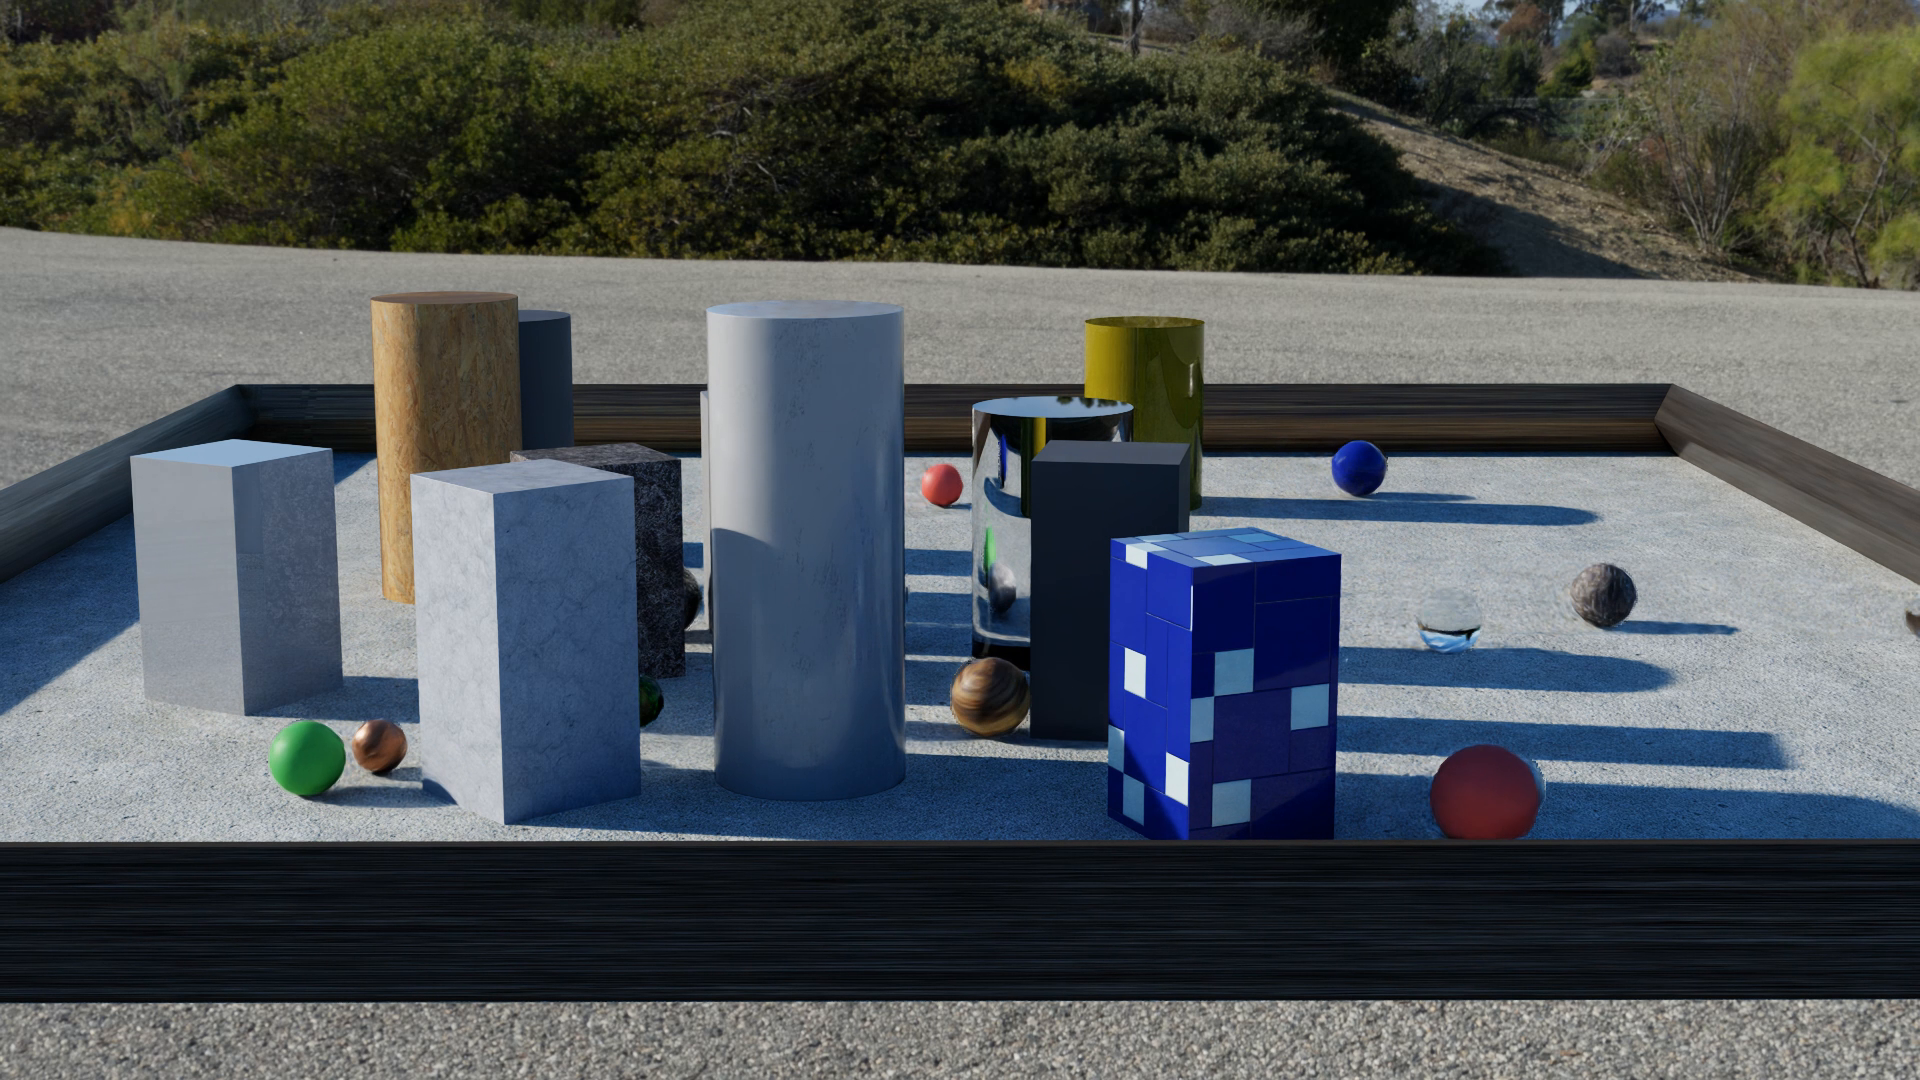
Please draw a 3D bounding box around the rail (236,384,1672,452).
[{"bbox_3d":[-0.008,-0.228,4.864,2.732,0.129,0.045,0,10,0],"label":"rail"}]

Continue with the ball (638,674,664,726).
[{"bbox_3d":[-0.361,0.179,2.858,0.060,0.060,0.060,0,10,0],"label":"ball"}]

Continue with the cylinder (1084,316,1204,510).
[{"bbox_3d":[0.307,-0.211,4.286,0.199,0.307,0.199,0,10,0],"label":"cylinder"}]

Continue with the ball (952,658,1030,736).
[{"bbox_3d":[0.034,0.172,2.817,0.087,0.087,0.087,0,10,0],"label":"ball"}]

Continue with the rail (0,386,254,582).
[{"bbox_3d":[-1.342,0.035,3.441,0.045,0.129,2.925,0,10,0],"label":"rail"}]

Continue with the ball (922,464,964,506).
[{"bbox_3d":[-0.030,-0.092,4.292,0.070,0.070,0.070,0,10,0],"label":"ball"}]

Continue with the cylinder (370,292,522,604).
[{"bbox_3d":[-0.709,-0.131,3.565,0.199,0.412,0.199,0,10,0],"label":"cylinder"}]

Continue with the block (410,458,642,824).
[{"bbox_3d":[-0.435,0.096,2.574,0.159,0.326,0.159,-9,14,-40],"label":"block"}]

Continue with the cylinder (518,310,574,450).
[{"bbox_3d":[-0.685,-0.161,3.883,0.199,0.356,0.199,0,10,0],"label":"cylinder"}]

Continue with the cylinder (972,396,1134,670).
[{"bbox_3d":[0.114,-0.011,3.191,0.199,0.312,0.199,0,10,0],"label":"cylinder"}]

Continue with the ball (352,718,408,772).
[{"bbox_3d":[-0.605,0.215,2.675,0.056,0.056,0.056,0,10,0],"label":"ball"}]

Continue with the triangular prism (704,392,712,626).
[{"bbox_3d":[-0.287,-0.034,3.334,0.172,0.306,0.149,-9,14,-41],"label":"triangular prism"}]

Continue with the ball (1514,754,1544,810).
[{"bbox_3d":[0.534,0.242,2.498,0.067,0.067,0.067,0,10,0],"label":"ball"}]

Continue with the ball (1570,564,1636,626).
[{"bbox_3d":[0.845,0.072,3.373,0.083,0.083,0.083,0,10,0],"label":"ball"}]

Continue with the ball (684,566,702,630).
[{"bbox_3d":[-0.384,0.075,3.310,0.100,0.100,0.100,0,10,0],"label":"ball"}]

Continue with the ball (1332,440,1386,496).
[{"bbox_3d":[0.684,-0.123,4.396,0.095,0.095,0.095,0,10,0],"label":"ball"}]

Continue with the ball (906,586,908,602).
[{"bbox_3d":[-0.113,0.070,3.366,0.088,0.088,0.088,0,10,0],"label":"ball"}]

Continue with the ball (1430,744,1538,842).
[{"bbox_3d":[0.492,0.242,2.409,0.099,0.099,0.099,0,10,0],"label":"ball"}]

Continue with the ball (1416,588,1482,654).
[{"bbox_3d":[0.613,0.102,3.214,0.082,0.082,0.082,0,10,0],"label":"ball"}]

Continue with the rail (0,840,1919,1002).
[{"bbox_3d":[0.008,0.295,2.034,2.732,0.129,0.045,0,10,0],"label":"rail"}]

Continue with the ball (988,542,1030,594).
[{"bbox_3d":[0.073,0.040,3.581,0.071,0.071,0.071,0,10,0],"label":"ball"}]

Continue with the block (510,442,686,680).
[{"bbox_3d":[-0.439,0.028,3.109,0.159,0.265,0.159,-6,12,-27],"label":"block"}]

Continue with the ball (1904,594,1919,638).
[{"bbox_3d":[1.244,0.097,3.283,0.065,0.065,0.065,0,10,0],"label":"ball"}]

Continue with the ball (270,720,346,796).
[{"bbox_3d":[-0.659,0.220,2.592,0.075,0.075,0.075,0,10,0],"label":"ball"}]

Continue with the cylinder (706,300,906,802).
[{"bbox_3d":[-0.156,0.006,2.625,0.199,0.485,0.199,0,10,0],"label":"cylinder"}]

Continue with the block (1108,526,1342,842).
[{"bbox_3d":[0.251,0.142,2.459,0.159,0.277,0.159,-5,12,-24],"label":"block"}]

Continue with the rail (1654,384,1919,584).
[{"bbox_3d":[1.342,0.032,3.456,0.045,0.129,2.925,0,10,0],"label":"rail"}]

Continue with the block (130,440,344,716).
[{"bbox_3d":[-0.841,0.039,2.990,0.159,0.286,0.159,6,12,29],"label":"block"}]

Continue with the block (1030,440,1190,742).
[{"bbox_3d":[0.168,0.054,2.849,0.159,0.308,0.159,2,11,9],"label":"block"}]
